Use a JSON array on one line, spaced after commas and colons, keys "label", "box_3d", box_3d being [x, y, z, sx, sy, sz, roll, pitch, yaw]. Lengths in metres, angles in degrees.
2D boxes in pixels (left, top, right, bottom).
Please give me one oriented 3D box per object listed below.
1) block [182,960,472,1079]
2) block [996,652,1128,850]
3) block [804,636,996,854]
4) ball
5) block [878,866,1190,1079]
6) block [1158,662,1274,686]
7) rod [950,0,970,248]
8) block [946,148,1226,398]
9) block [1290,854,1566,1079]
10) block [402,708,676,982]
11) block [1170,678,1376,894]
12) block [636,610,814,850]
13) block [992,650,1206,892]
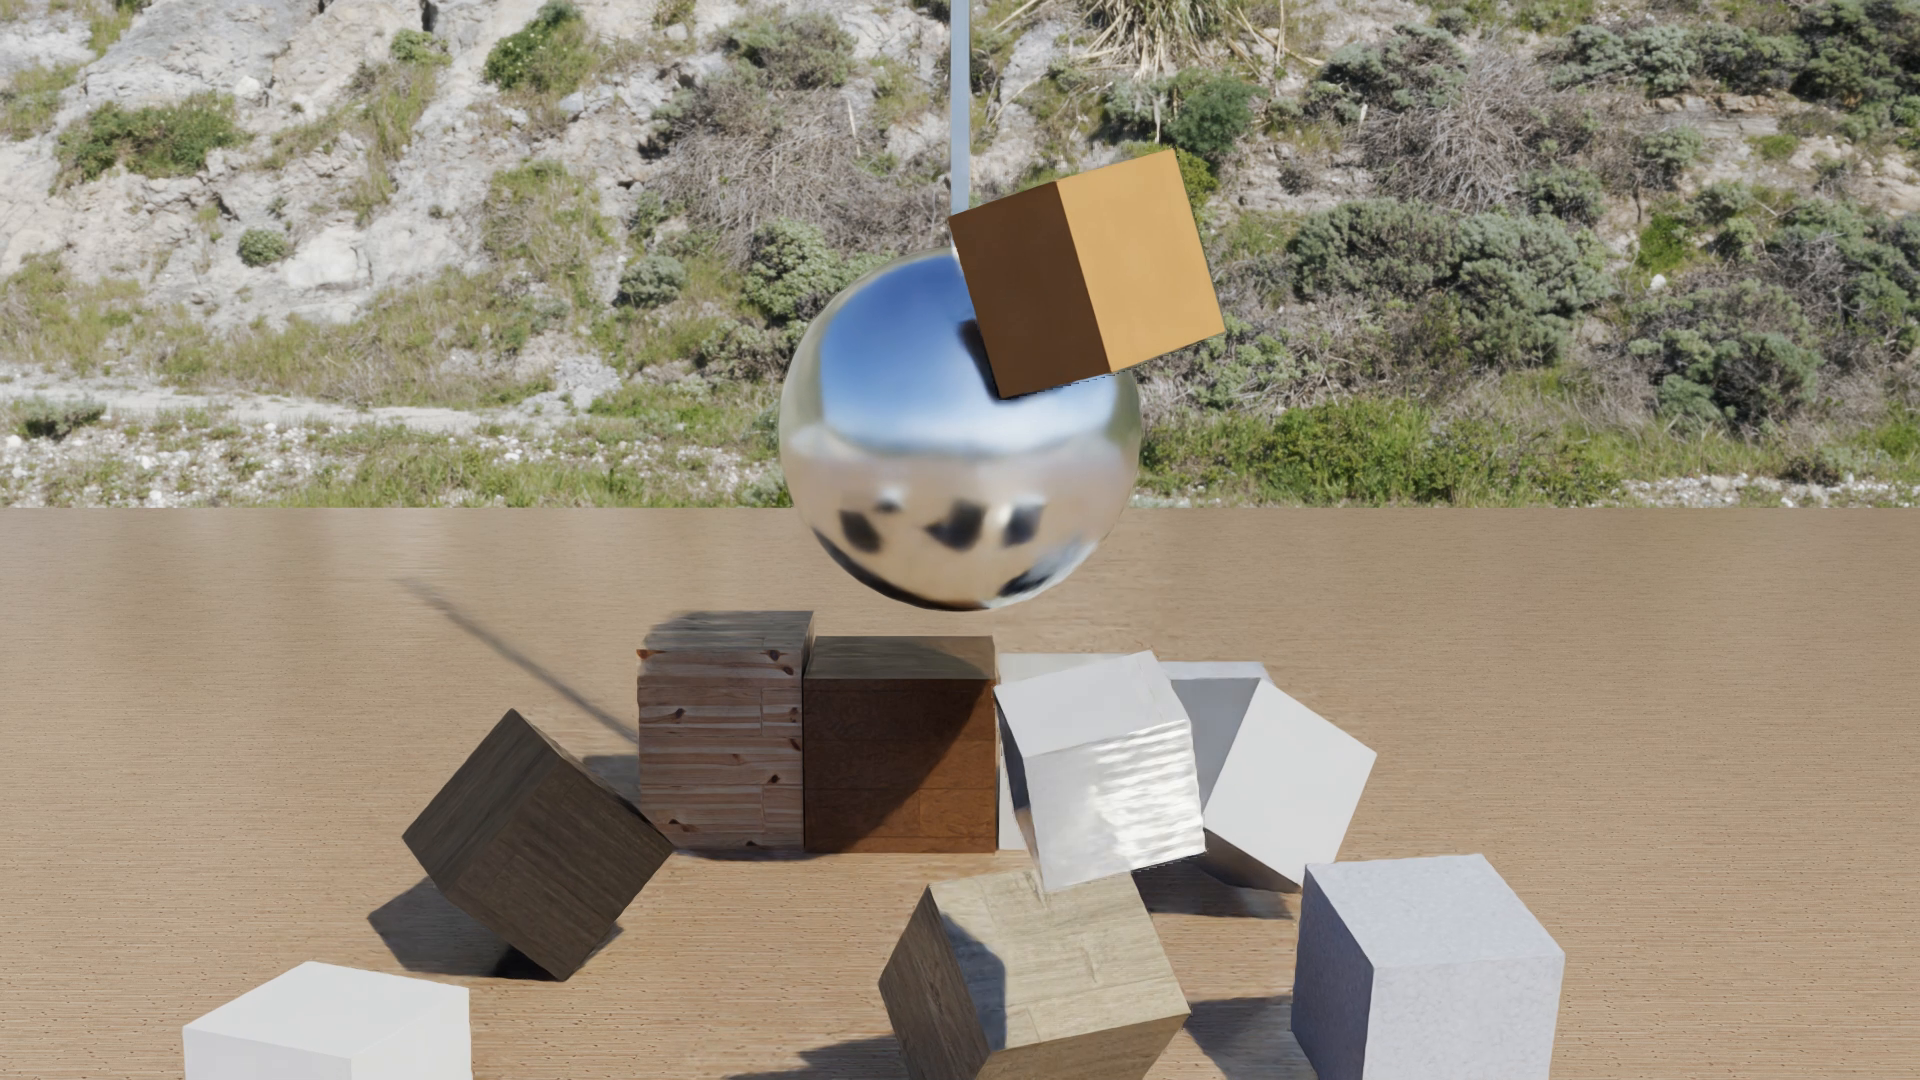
[{"label": "block", "box_3d": [-2.186, 1.886, 7.660, 0.693, 0.549, 0.659, 4, 11, 22]}, {"label": "block", "box_3d": [0.543, 1.078, 11.352, 0.689, 0.819, 0.837, 0, 10, 0]}, {"label": "block", "box_3d": [-0.296, 1.037, 11.362, 0.948, 0.894, 0.952, 0, 10, 0]}, {"label": "ball", "box_3d": [0.000, -0.481, 9.660, 1.600, 1.600, 1.600, 0, 10, 0]}, {"label": "block", "box_3d": [0.247, 1.639, 7.884, 0.773, 0.696, 0.655, -5, 52, -25]}, {"label": "block", "box_3d": [1.243, 1.095, 11.363, 0.708, 0.779, 0.720, 0, 10, 0]}, {"label": "rod", "box_3d": [0.000, -3.875, 9.855, 0.080, 5.200, 0.080, 0, -3, 0]}, {"label": "block", "box_3d": [0.500, -1.052, 8.697, 0.673, 0.747, 0.641, -22, 9, -40]}, {"label": "block", "box_3d": [1.698, 1.667, 8.099, 0.704, 0.707, 0.745, -2, 20, -10]}, {"label": "block", "box_3d": [-1.822, 1.301, 9.475, 0.687, 0.729, 0.715, 45, -9, -30]}, {"label": "block", "box_3d": [1.309, 1.130, 10.147, 0.731, 0.723, 0.718, 33, -18, -22]}, {"label": "block", "box_3d": [-1.188, 0.966, 11.376, 0.812, 1.030, 0.920, 0, 10, 0]}, {"label": "block", "box_3d": [0.403, 0.665, 6.399, 0.482, 0.458, 0.408, -13, 27, -6]}]
